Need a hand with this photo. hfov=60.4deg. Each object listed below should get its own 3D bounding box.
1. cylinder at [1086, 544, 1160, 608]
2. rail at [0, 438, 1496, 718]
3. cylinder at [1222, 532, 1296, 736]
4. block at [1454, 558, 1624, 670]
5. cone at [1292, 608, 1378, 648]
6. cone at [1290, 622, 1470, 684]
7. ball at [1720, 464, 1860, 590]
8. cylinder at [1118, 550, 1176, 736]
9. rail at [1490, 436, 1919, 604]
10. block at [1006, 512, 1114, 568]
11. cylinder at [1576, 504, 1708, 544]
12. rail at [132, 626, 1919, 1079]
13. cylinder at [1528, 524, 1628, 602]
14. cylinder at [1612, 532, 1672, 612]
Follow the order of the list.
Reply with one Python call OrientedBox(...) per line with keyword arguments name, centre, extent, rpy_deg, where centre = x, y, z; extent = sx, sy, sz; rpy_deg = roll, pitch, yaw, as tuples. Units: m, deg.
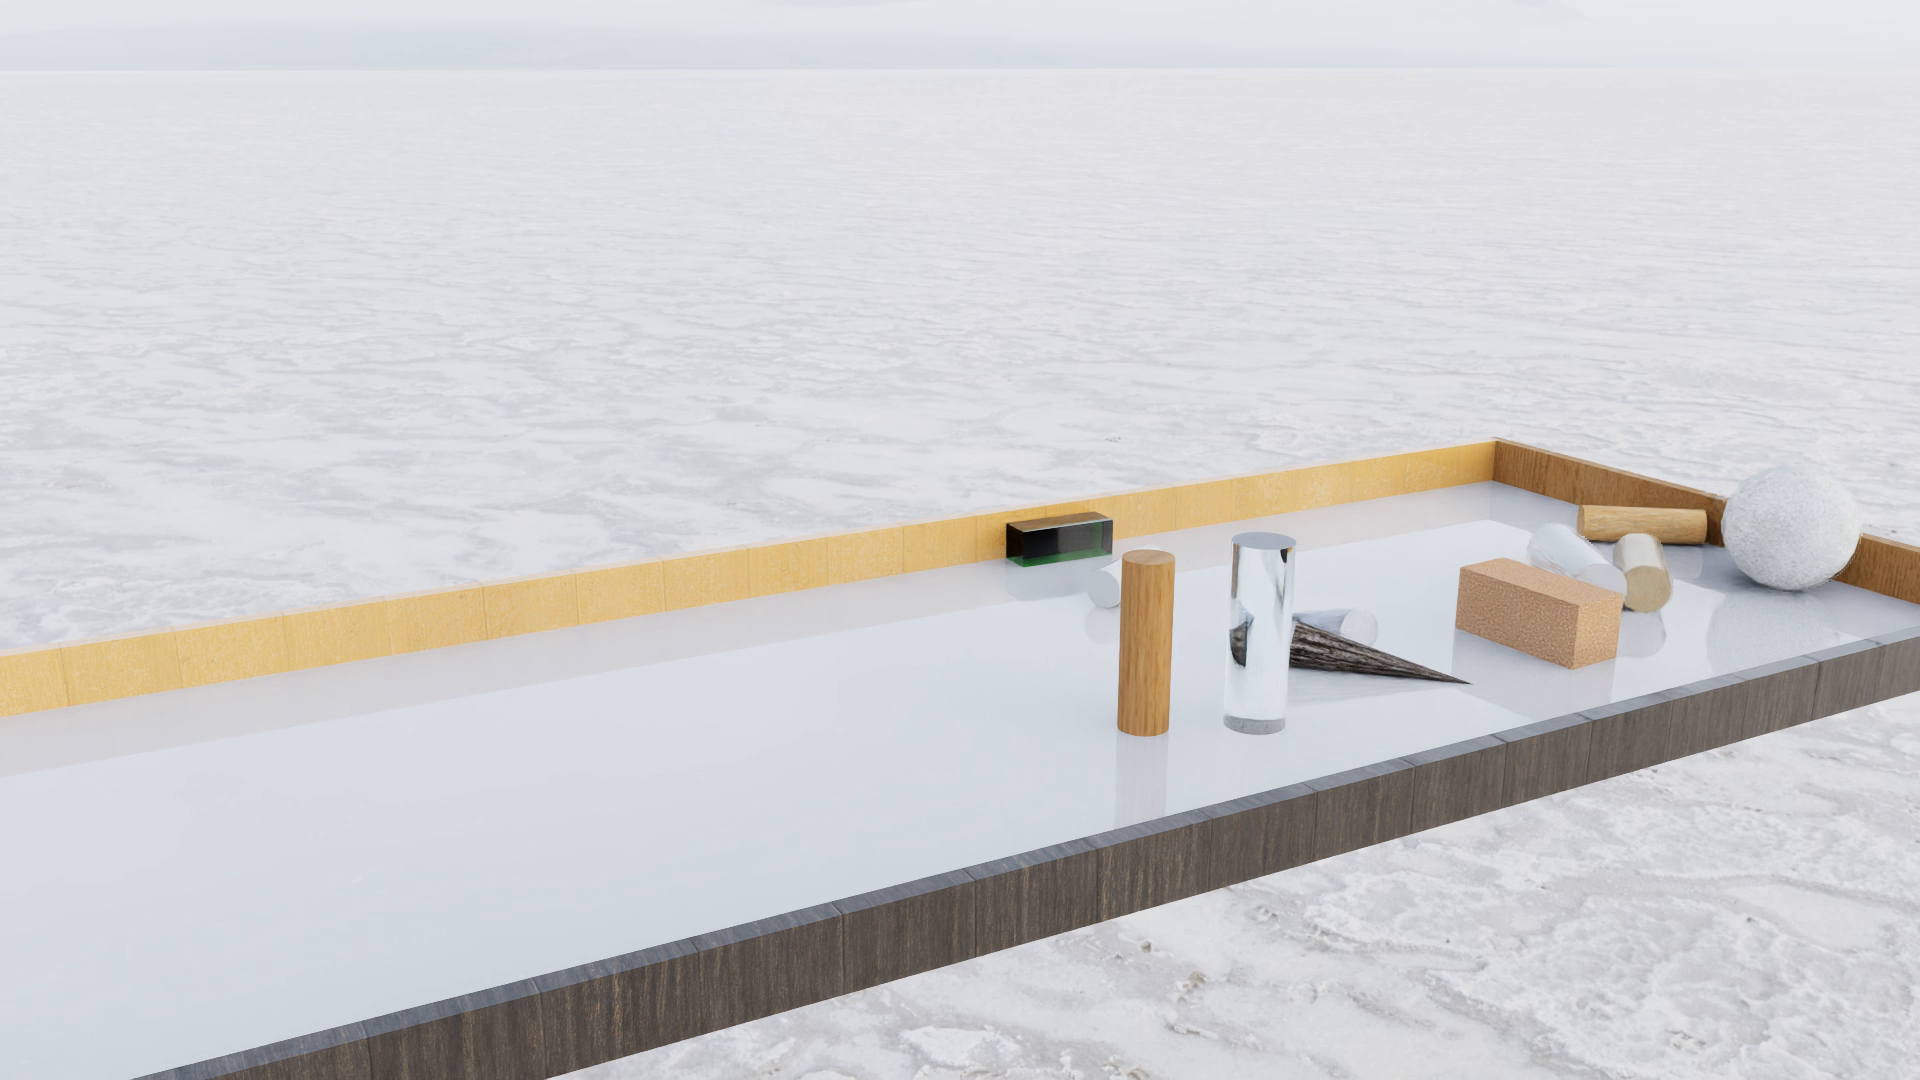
OrientedBox(name="cylinder", centre=(0.489, 0.104, 4.802), extent=(0.112, 0.112, 0.304), rpy_deg=(10, 19, 31))
OrientedBox(name="rail", centre=(-3.305, 0.497, 3.399), extent=(12.000, 0.150, 0.050), rpy_deg=(-9, 18, -27))
OrientedBox(name="cylinder", centre=(0.693, 0.216, 3.825), extent=(0.146, 0.448, 0.146), rpy_deg=(0, 16, 0))
OrientedBox(name="block", centre=(1.538, 0.190, 4.399), extent=(0.174, 0.174, 0.388), rpy_deg=(-10, 19, -31))
OrientedBox(name="cone", centre=(0.985, 0.223, 4.490), extent=(0.120, 0.120, 0.343), rpy_deg=(-7, 8, -22))
OrientedBox(name="cone", centre=(1.072, 0.313, 4.186), extent=(0.458, 0.116, 0.116), rpy_deg=(13, 19, 16))
OrientedBox(name="ball", centre=(2.433, -0.039, 4.838), extent=(0.366, 0.366, 0.366), rpy_deg=(0, 16, 0))
OrientedBox(name="cylinder", centre=(0.429, 0.238, 3.809), extent=(0.121, 0.415, 0.121), rpy_deg=(0, 16, 0))
OrientedBox(name="rail", centre=(2.466, -0.048, 5.253), extent=(0.050, 0.150, 2.100), rpy_deg=(-9, 18, -27))
OrientedBox(name="block", centre=(0.312, -0.004, 5.166), extent=(0.319, 0.113, 0.113), rpy_deg=(-8, 18, -25))
OrientedBox(name="cylinder", centre=(2.196, -0.049, 5.319), extent=(0.373, 0.114, 0.114), rpy_deg=(2, 17, 8))
OrientedBox(name="rail", centre=(-2.336, 1.006, 1.665), extent=(12.000, 0.150, 0.050), rpy_deg=(-9, 18, -27))
OrientedBox(name="cylinder", centre=(1.786, 0.084, 4.788), extent=(0.158, 0.158, 0.396), rpy_deg=(0, 16, 1))
OrientedBox(name="cylinder", centre=(1.981, 0.092, 4.798), extent=(0.138, 0.138, 0.351), rpy_deg=(5, 17, 17))
